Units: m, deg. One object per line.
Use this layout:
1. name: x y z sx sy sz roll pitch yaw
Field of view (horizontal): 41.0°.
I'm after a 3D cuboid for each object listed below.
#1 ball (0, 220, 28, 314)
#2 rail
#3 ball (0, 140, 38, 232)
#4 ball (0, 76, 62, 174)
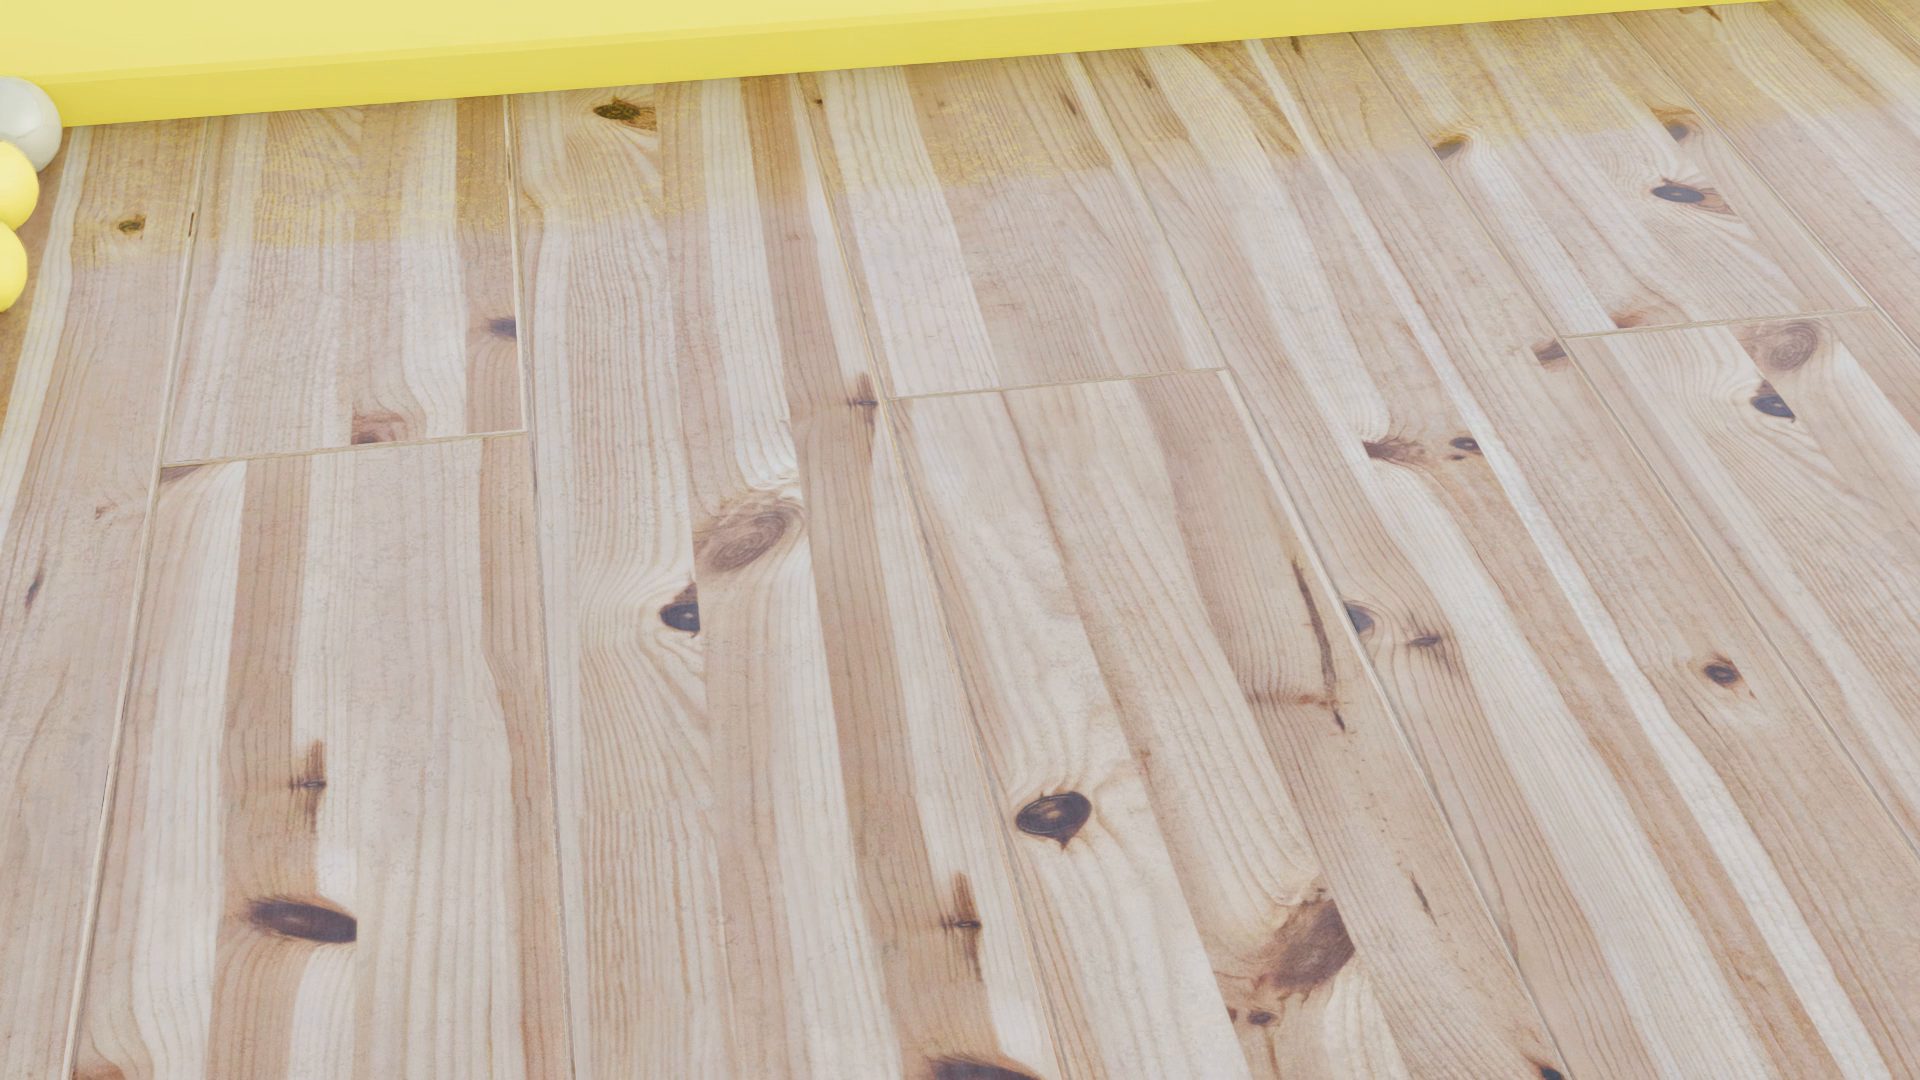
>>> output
1. ball: -0.730 -0.202 1.889 0.082 0.082 0.082 0 36 0
2. rail: 0.609 -0.524 2.296 2.980 0.126 0.045 -6 36 -8
3. ball: -0.757 -0.274 1.994 0.077 0.077 0.077 0 36 0
4. ball: -0.768 -0.333 2.069 0.083 0.083 0.083 0 36 0
